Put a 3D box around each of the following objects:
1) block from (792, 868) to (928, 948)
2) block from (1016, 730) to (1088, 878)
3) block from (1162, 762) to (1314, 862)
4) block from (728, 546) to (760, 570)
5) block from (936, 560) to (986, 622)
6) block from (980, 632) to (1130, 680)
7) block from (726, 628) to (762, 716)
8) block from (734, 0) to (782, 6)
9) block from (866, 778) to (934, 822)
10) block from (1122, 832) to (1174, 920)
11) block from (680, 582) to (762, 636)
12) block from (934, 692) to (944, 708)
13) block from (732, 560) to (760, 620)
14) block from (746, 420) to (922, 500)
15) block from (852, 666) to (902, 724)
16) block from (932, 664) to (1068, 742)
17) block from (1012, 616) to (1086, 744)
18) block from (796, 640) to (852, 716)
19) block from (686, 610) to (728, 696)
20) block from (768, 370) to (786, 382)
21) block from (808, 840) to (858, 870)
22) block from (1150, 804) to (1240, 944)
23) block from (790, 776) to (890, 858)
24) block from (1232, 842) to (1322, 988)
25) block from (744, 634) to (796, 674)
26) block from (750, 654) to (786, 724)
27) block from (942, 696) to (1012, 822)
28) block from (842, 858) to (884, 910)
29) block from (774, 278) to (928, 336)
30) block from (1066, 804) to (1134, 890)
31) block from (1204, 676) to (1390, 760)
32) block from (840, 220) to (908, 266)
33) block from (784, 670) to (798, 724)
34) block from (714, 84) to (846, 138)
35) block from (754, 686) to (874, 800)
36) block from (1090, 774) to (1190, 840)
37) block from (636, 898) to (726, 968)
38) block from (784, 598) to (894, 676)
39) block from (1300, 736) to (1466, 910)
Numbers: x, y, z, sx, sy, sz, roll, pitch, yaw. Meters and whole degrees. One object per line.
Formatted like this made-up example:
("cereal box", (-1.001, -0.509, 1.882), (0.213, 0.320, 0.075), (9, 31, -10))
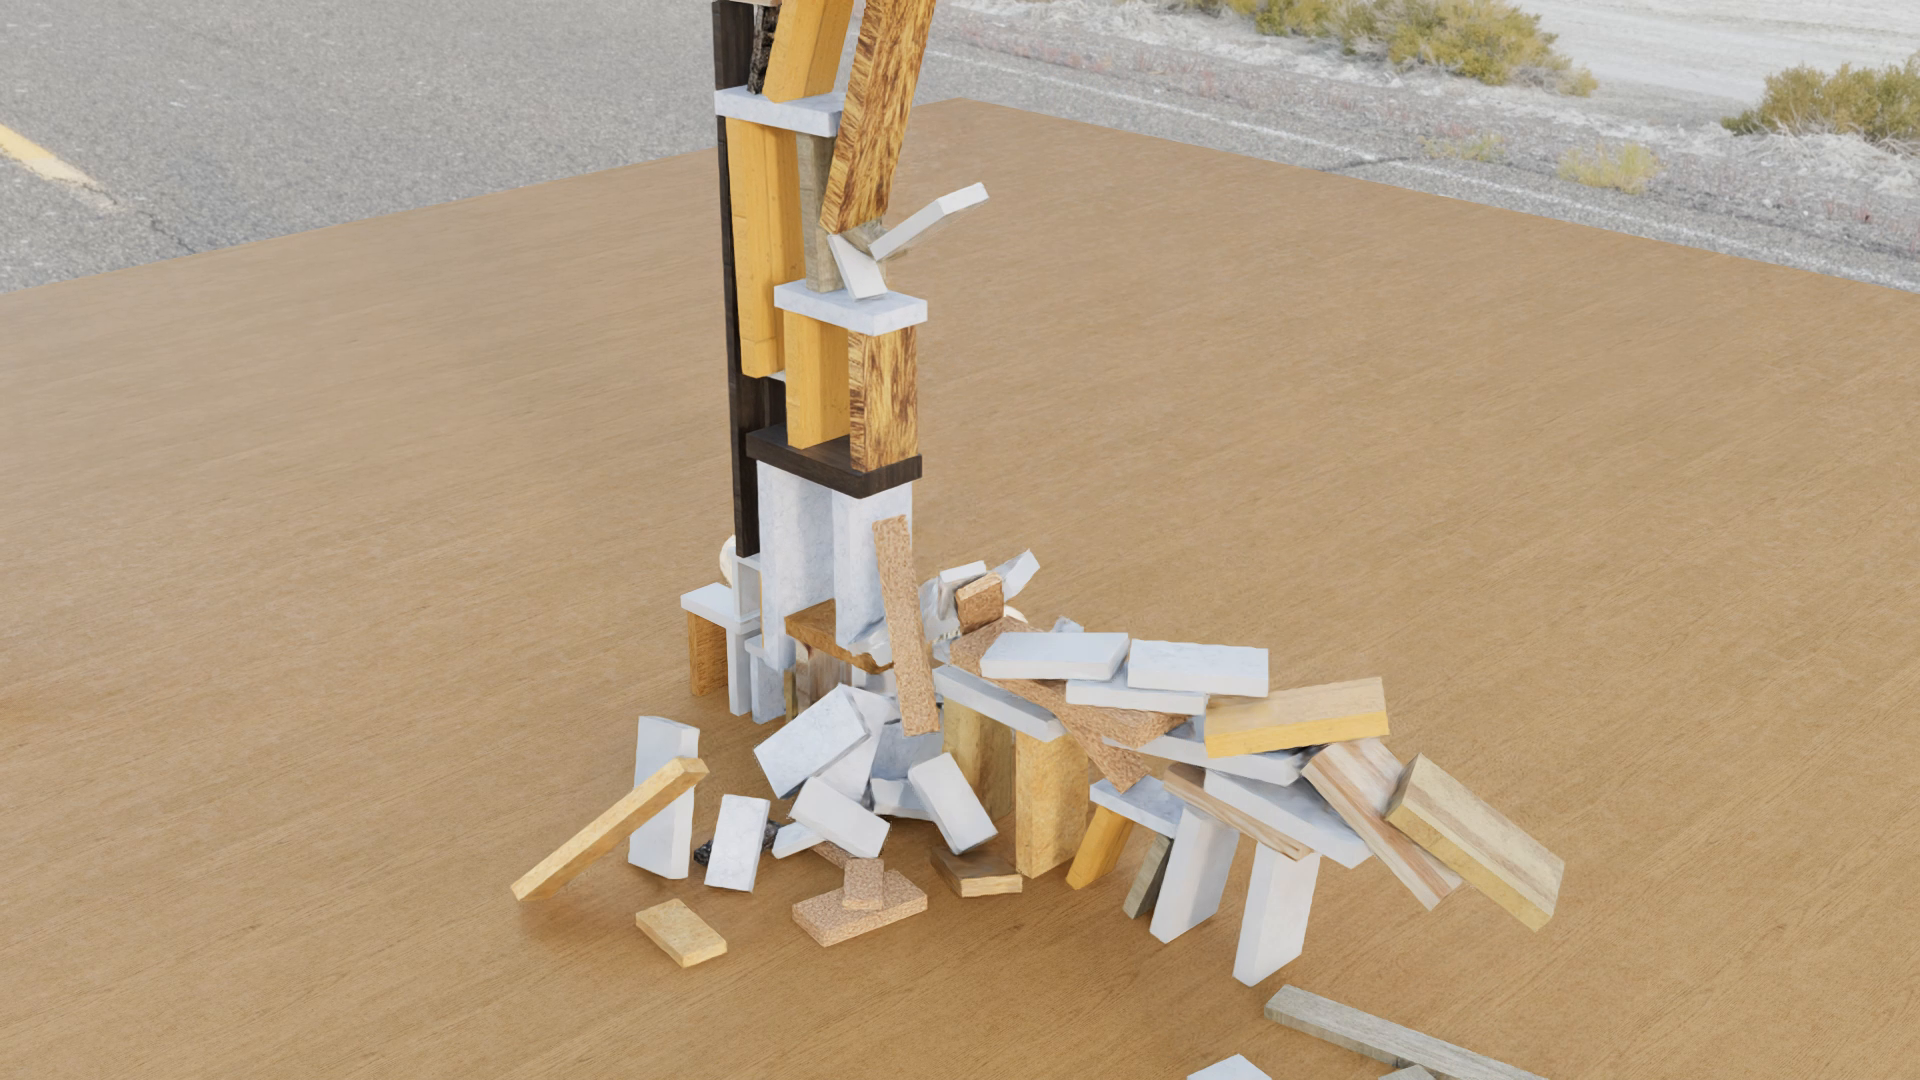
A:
("block", (-0.186, 0.685, 4.104), (0.226, 0.032, 0.113), (-15, 27, -31))
("block", (0.177, 0.482, 4.230), (0.153, 0.307, 0.043), (-21, 30, -40))
("block", (0.518, 0.454, 3.859), (0.294, 0.042, 0.147), (26, 34, 36))
("block", (-0.427, 0.037, 4.699), (0.138, 0.020, 0.069), (21, 31, 41))
("block", (0.002, 0.096, 4.118), (0.084, 0.168, 0.024), (-15, 65, -10))
("block", (0.171, 0.207, 3.955), (0.243, 0.034, 0.122), (0, 22, 23))
("block", (-0.462, 0.277, 4.848), (0.029, 0.204, 0.102), (21, 31, 41))
("block", (-0.387, -1.045, 4.199), (0.172, 0.024, 0.086), (20, 30, 40))
("block", (-0.103, 0.521, 4.403), (0.161, 0.023, 0.081), (11, 31, -19))
("block", (0.378, 0.602, 4.073), (0.107, 0.214, 0.030), (-21, 53, -41))
("block", (-0.511, 0.150, 4.846), (0.204, 0.029, 0.102), (21, 31, 41))
("block", (0.005, 0.356, 4.753), (0.095, 0.027, 0.189), (4, -12, 9))
("block", (-0.459, 0.097, 4.759), (0.020, 0.138, 0.069), (21, 31, 41))
("block", (-0.255, -0.171, 4.427), (0.340, 0.048, 0.170), (21, 31, 41))
("block", (-0.156, 0.367, 4.544), (0.137, 0.275, 0.039), (-21, 31, -40))
("block", (0.107, 0.294, 4.225), (0.153, 0.043, 0.307), (-21, 31, -40))
("block", (0.165, 0.296, 4.685), (0.041, 0.286, 0.143), (32, -2, -4))
("block", (-0.281, 0.316, 4.664), (0.137, 0.275, 0.039), (-21, 31, -41))
("block", (-0.559, 0.239, 4.936), (0.029, 0.204, 0.102), (21, 31, 41))
("block", (-0.353, -0.339, 4.471), (0.053, 0.015, 0.105), (-20, 28, -40))
("block", (-0.244, 0.595, 4.328), (0.081, 0.023, 0.161), (-18, 29, -37))
("block", (0.438, 0.585, 4.002), (0.147, 0.294, 0.042), (-21, 44, -41))
("block", (-0.230, 0.539, 4.230), (0.185, 0.026, 0.092), (32, 41, -7))
("block", (0.565, 0.635, 3.884), (0.147, 0.294, 0.042), (-21, 38, -41))
("block", (-0.377, 0.240, 4.737), (0.167, 0.024, 0.084), (21, 31, 41))
("block", (-0.416, 0.312, 4.810), (0.084, 0.167, 0.024), (-21, 31, -41))
("block", (0.036, 0.427, 4.362), (0.043, 0.307, 0.153), (22, 31, 40))
("block", (-0.181, 0.646, 4.130), (0.072, 0.021, 0.145), (0, 23, 0))
("block", (-0.214, -0.459, 4.272), (0.283, 0.040, 0.141), (21, 31, 40))
("block", (0.277, 0.563, 4.165), (0.107, 0.214, 0.030), (-21, 53, -41))
("block", (0.577, 0.305, 3.782), (0.307, 0.043, 0.153), (-9, 17, 11))
("block", (-0.172, -0.581, 4.210), (0.141, 0.020, 0.071), (40, 45, 26))
("block", (-0.337, 0.343, 4.738), (0.024, 0.167, 0.084), (21, 31, 41))
("block", (-0.307, -0.830, 4.222), (0.317, 0.045, 0.158), (20, 30, 39))
("block", (-0.290, 0.400, 4.334), (0.115, 0.230, 0.033), (60, 19, 22))
("block", (0.355, 0.484, 4.044), (0.214, 0.030, 0.107), (21, 31, 41))
("block", (-0.513, 0.720, 4.032), (0.089, 0.025, 0.177), (-16, 28, -33))
("block", (-0.219, 0.197, 4.543), (0.274, 0.039, 0.137), (21, 31, 41))
("block", (0.730, 0.461, 3.689), (0.155, 0.044, 0.310), (-26, 67, -43))
